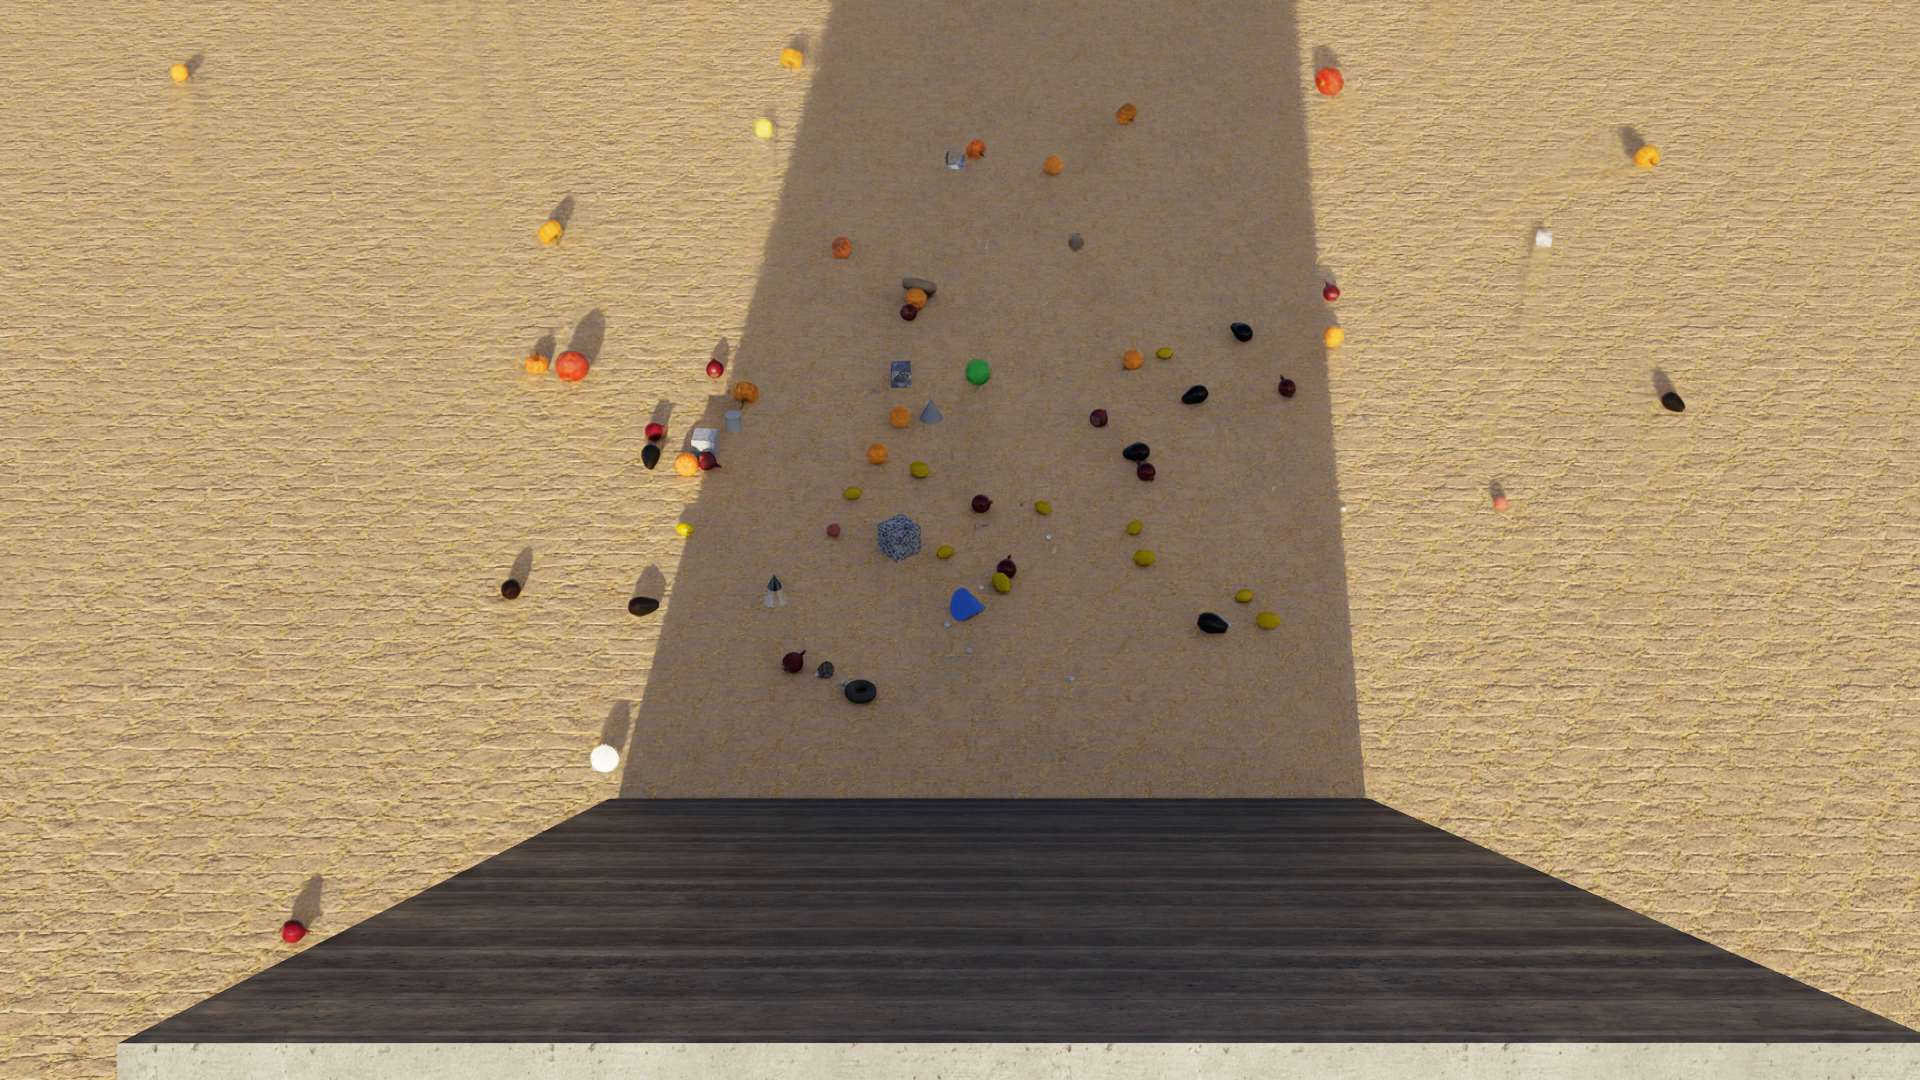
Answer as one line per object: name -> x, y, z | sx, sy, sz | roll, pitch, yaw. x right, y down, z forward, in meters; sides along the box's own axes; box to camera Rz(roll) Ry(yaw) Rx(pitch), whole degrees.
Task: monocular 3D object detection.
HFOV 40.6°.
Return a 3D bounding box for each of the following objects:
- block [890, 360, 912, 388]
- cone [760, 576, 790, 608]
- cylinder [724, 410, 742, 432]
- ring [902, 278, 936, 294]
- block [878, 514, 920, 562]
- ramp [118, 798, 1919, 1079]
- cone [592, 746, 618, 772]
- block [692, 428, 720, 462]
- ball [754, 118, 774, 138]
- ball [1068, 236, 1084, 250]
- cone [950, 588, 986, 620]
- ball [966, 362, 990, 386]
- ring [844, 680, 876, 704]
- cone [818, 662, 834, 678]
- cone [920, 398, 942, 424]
block -> -0.197, -0.553, 8.675 | 0.065, 0.065, 0.065 | -2, 35, -3
cone -> -0.548, 0.137, 7.674 | 0.089, 0.089, 0.089 | 0, 35, 0
cylinder -> -0.738, -0.385, 8.448 | 0.053, 0.053, 0.053 | 0, 35, 0
ring -> -0.143, -0.895, 9.145 | 0.126, 0.042, 0.126 | 12, 0, 0
block -> -0.184, -0.006, 7.875 | 0.093, 0.093, 0.093 | -25, 42, -31
ramp -> 0.077, 0.665, 4.840 | 2.000, 0.100, 4.000 | 0, -2, 0
cone -> -0.965, 0.588, 7.082 | 0.073, 0.073, 0.073 | -2, 8, -3
block -> -0.815, -0.306, 8.316 | 0.074, 0.074, 0.074 | 3, 35, 4
ball -> -0.768, -1.612, 10.172 | 0.075, 0.075, 0.075 | 0, 35, 0
ball -> 0.421, -1.079, 9.431 | 0.056, 0.056, 0.056 | 0, 35, 0
cone -> 0.040, 0.193, 7.635 | 0.096, 0.096, 0.096 | 8, 25, -39
ball -> 0.060, -0.556, 8.664 | 0.082, 0.082, 0.082 | 0, 35, 0
ring -> -0.280, 0.426, 7.314 | 0.091, 0.030, 0.091 | 1, 34, -1
cone -> -0.393, 0.369, 7.403 | 0.050, 0.050, 0.050 | -27, 16, -33
cone -> -0.095, -0.430, 8.493 | 0.074, 0.074, 0.074 | 0, 35, 0
